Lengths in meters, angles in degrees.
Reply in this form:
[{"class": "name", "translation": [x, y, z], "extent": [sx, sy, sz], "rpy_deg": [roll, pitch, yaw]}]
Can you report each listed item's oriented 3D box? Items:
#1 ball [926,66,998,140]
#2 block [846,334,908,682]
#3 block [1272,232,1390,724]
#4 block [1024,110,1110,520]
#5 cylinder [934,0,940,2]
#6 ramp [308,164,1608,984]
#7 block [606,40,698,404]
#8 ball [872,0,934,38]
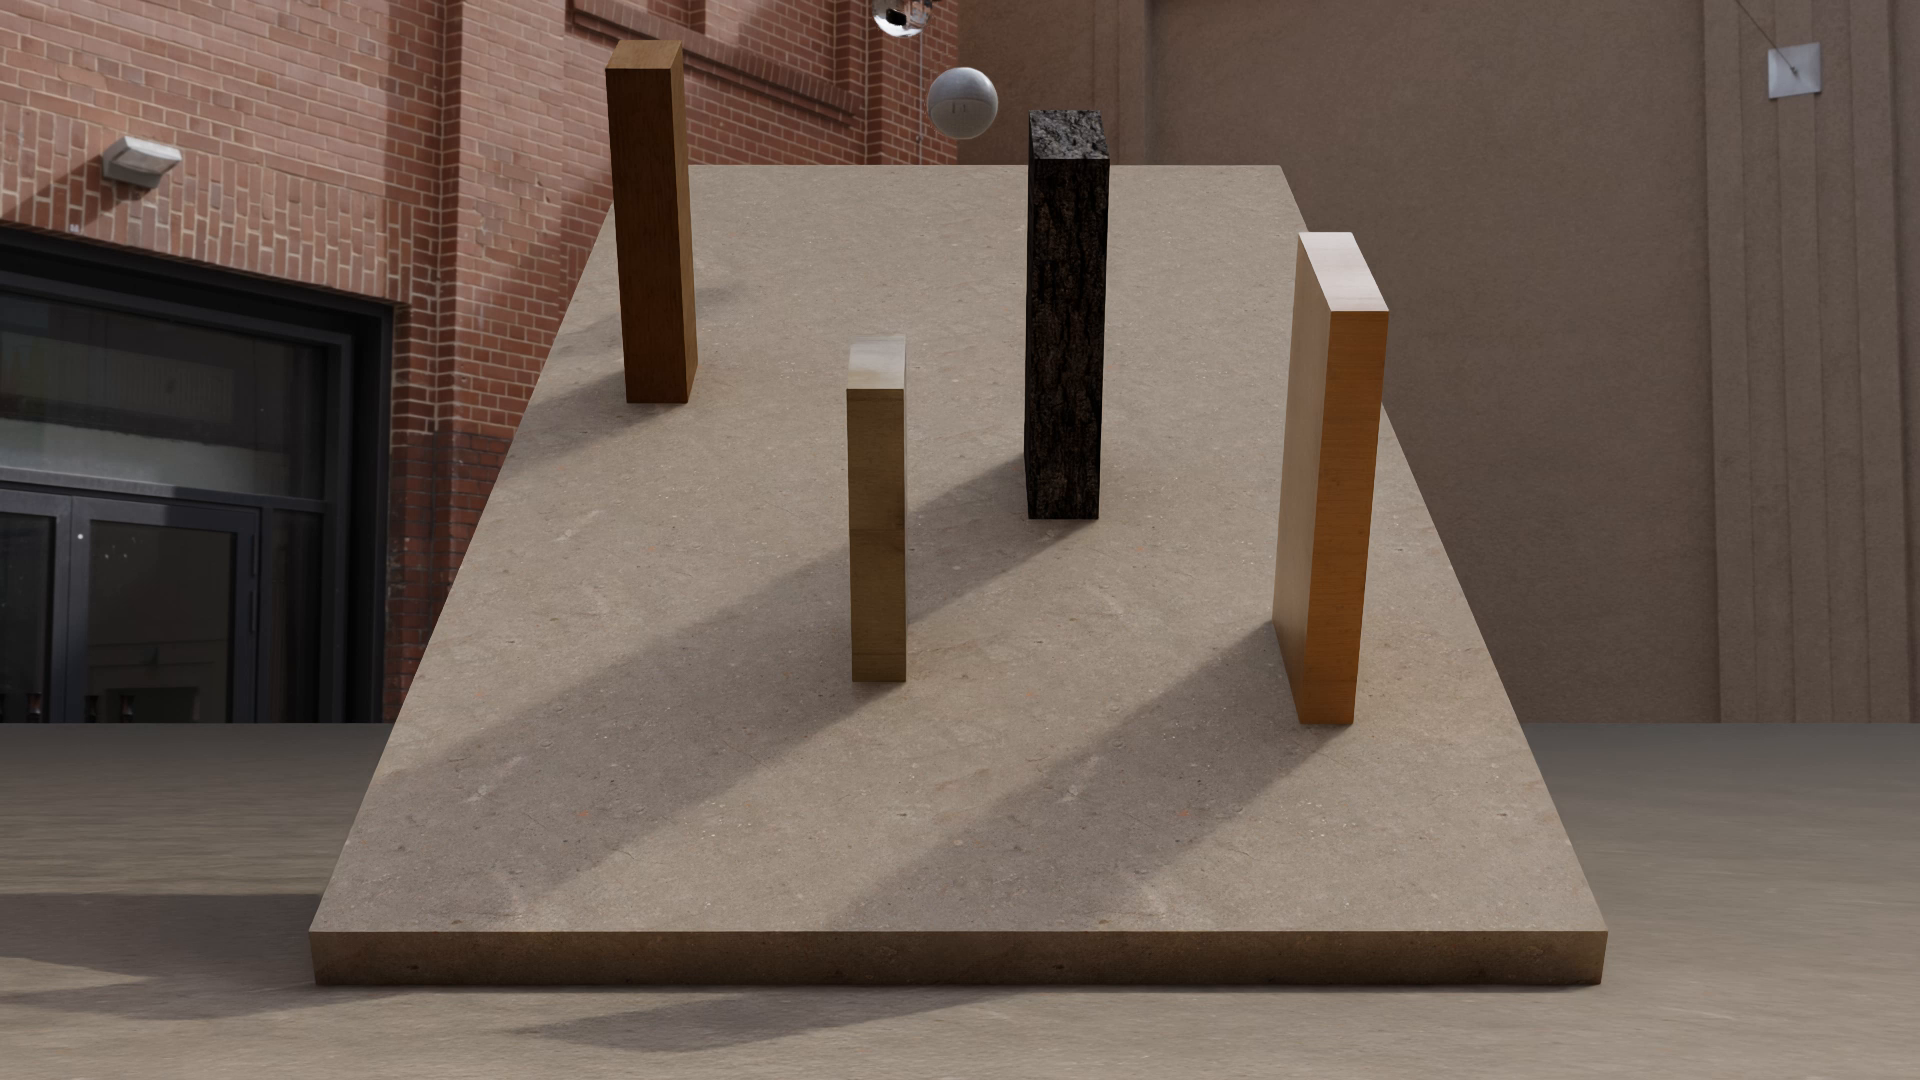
[{"class": "ball", "translation": [0.007, -1.238, 6.680], "extent": [0.204, 0.204, 0.204], "rpy_deg": [0, -4, 0]}, {"class": "block", "translation": [-0.148, -0.059, 4.317], "extent": [0.099, 0.580, 0.265], "rpy_deg": [0, 26, 0]}, {"class": "block", "translation": [0.652, -0.112, 4.202], "extent": [0.095, 0.780, 0.401], "rpy_deg": [0, 26, 0]}, {"class": "block", "translation": [0.218, -0.471, 4.936], "extent": [0.147, 0.781, 0.346], "rpy_deg": [0, 26, 0]}, {"class": "cylinder", "translation": [-0.109, -1.761, 7.261], "extent": [0.155, 0.155, 0.155], "rpy_deg": [31, 11, 26]}, {"class": "ramp", "translation": [-0.010, -0.229, 5.444], "extent": [2.000, 0.100, 4.000], "rpy_deg": [0, 26, 0]}, {"class": "block", "translation": [-0.708, -0.732, 5.453], "extent": [0.143, 0.794, 0.252], "rpy_deg": [0, 26, 0]}, {"class": "ball", "translation": [-0.166, -1.536, 6.780], "extent": [0.177, 0.177, 0.177], "rpy_deg": [0, -4, 0]}]
